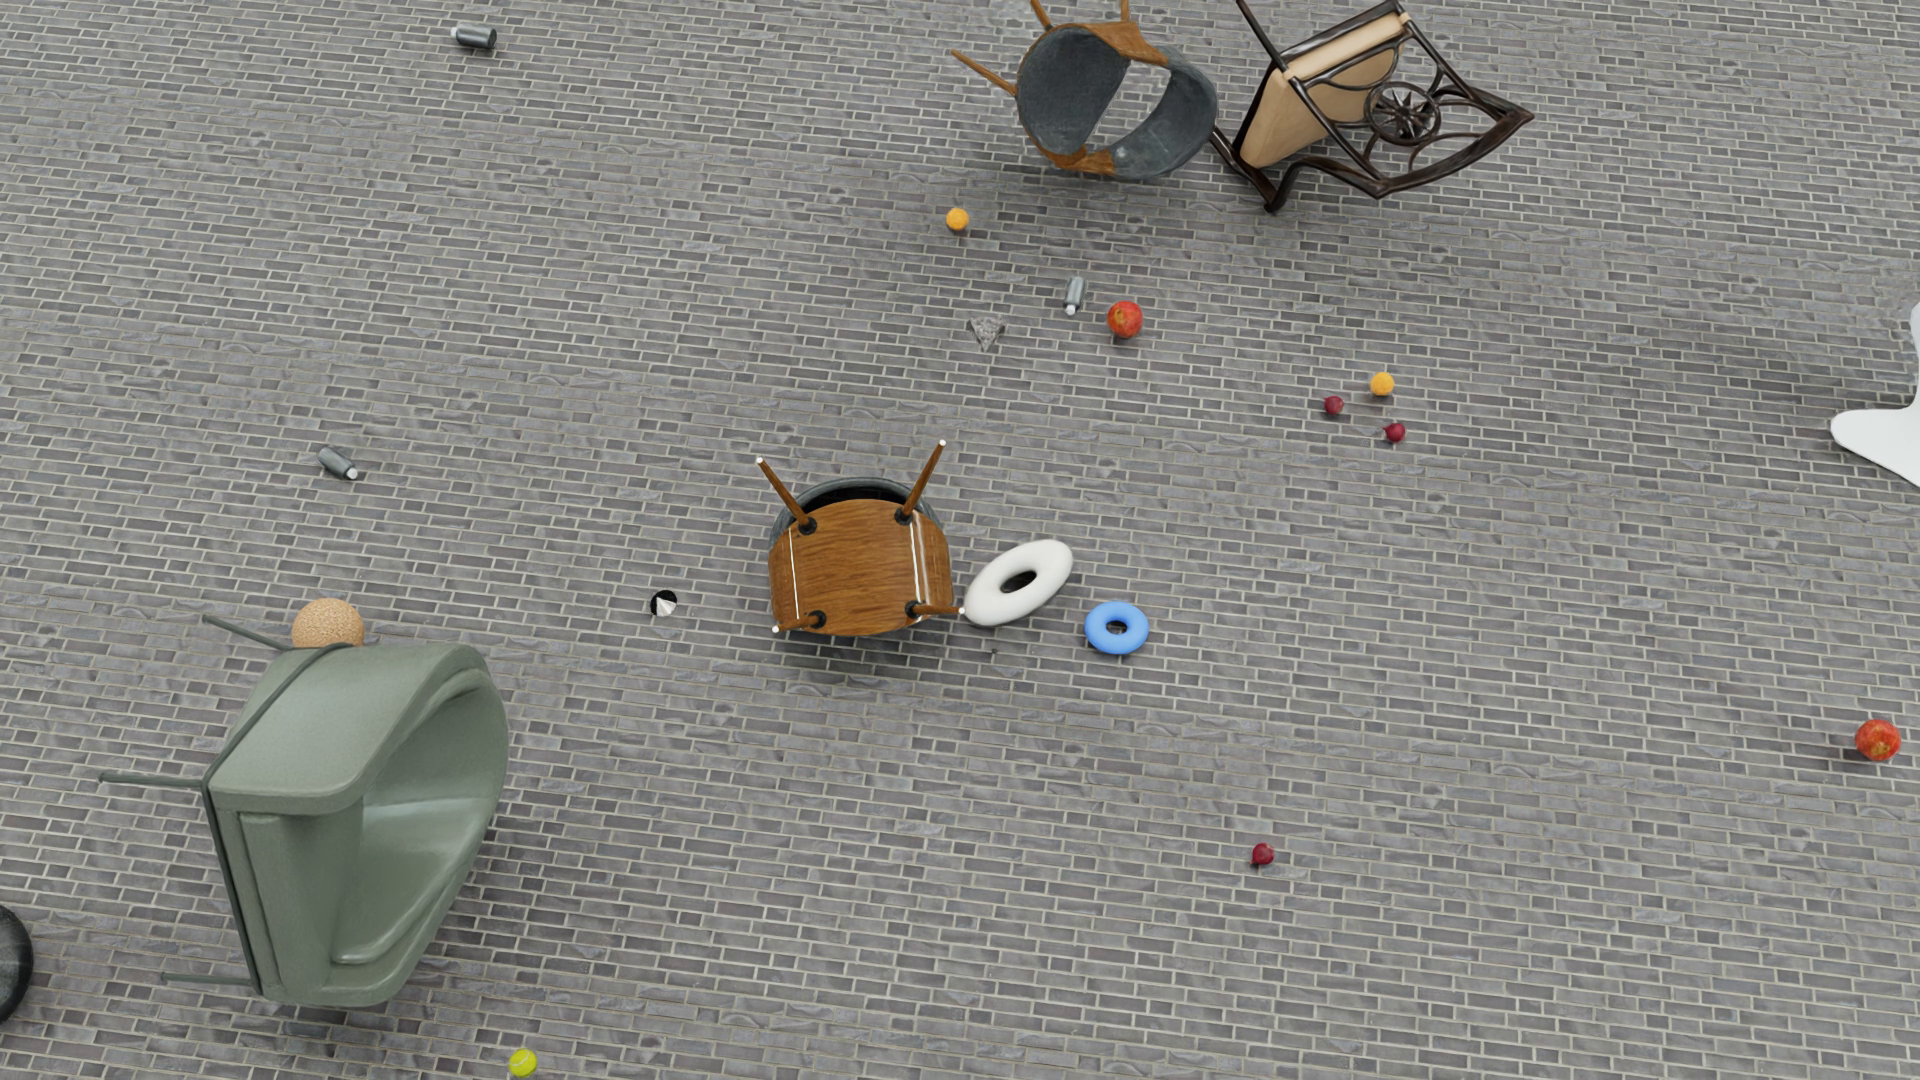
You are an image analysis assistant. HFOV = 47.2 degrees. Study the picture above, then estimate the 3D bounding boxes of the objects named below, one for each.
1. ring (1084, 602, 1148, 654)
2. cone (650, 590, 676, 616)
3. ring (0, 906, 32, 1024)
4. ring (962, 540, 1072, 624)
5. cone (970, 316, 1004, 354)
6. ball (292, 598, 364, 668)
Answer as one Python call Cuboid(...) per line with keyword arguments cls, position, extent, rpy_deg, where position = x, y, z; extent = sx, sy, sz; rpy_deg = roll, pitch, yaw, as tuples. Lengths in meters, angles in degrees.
Cuboid(cls="ring", position=(0.453, 0.254, 6.371), extent=(0.188, 0.056, 0.173), rpy_deg=(1, 55, 0))
Cuboid(cls="cone", position=(-0.885, 0.170, 6.437), extent=(0.085, 0.084, 0.082), rpy_deg=(-23, 32, -23))
Cuboid(cls="ring", position=(-2.591, 1.124, 5.756), extent=(0.317, 0.109, 0.383), rpy_deg=(-10, 57, -8))
Cuboid(cls="ring", position=(0.170, 0.123, 6.433), extent=(0.383, 0.097, 0.194), rpy_deg=(-33, 62, -20))
Cuboid(cls="cone", position=(0.084, -0.646, 6.993), extent=(0.117, 0.046, 0.122), rpy_deg=(0, 67, 10))
Cuboid(cls="ball", position=(-1.802, 0.265, 6.276), extent=(0.200, 0.200, 0.200), rpy_deg=(0, 56, 0))
